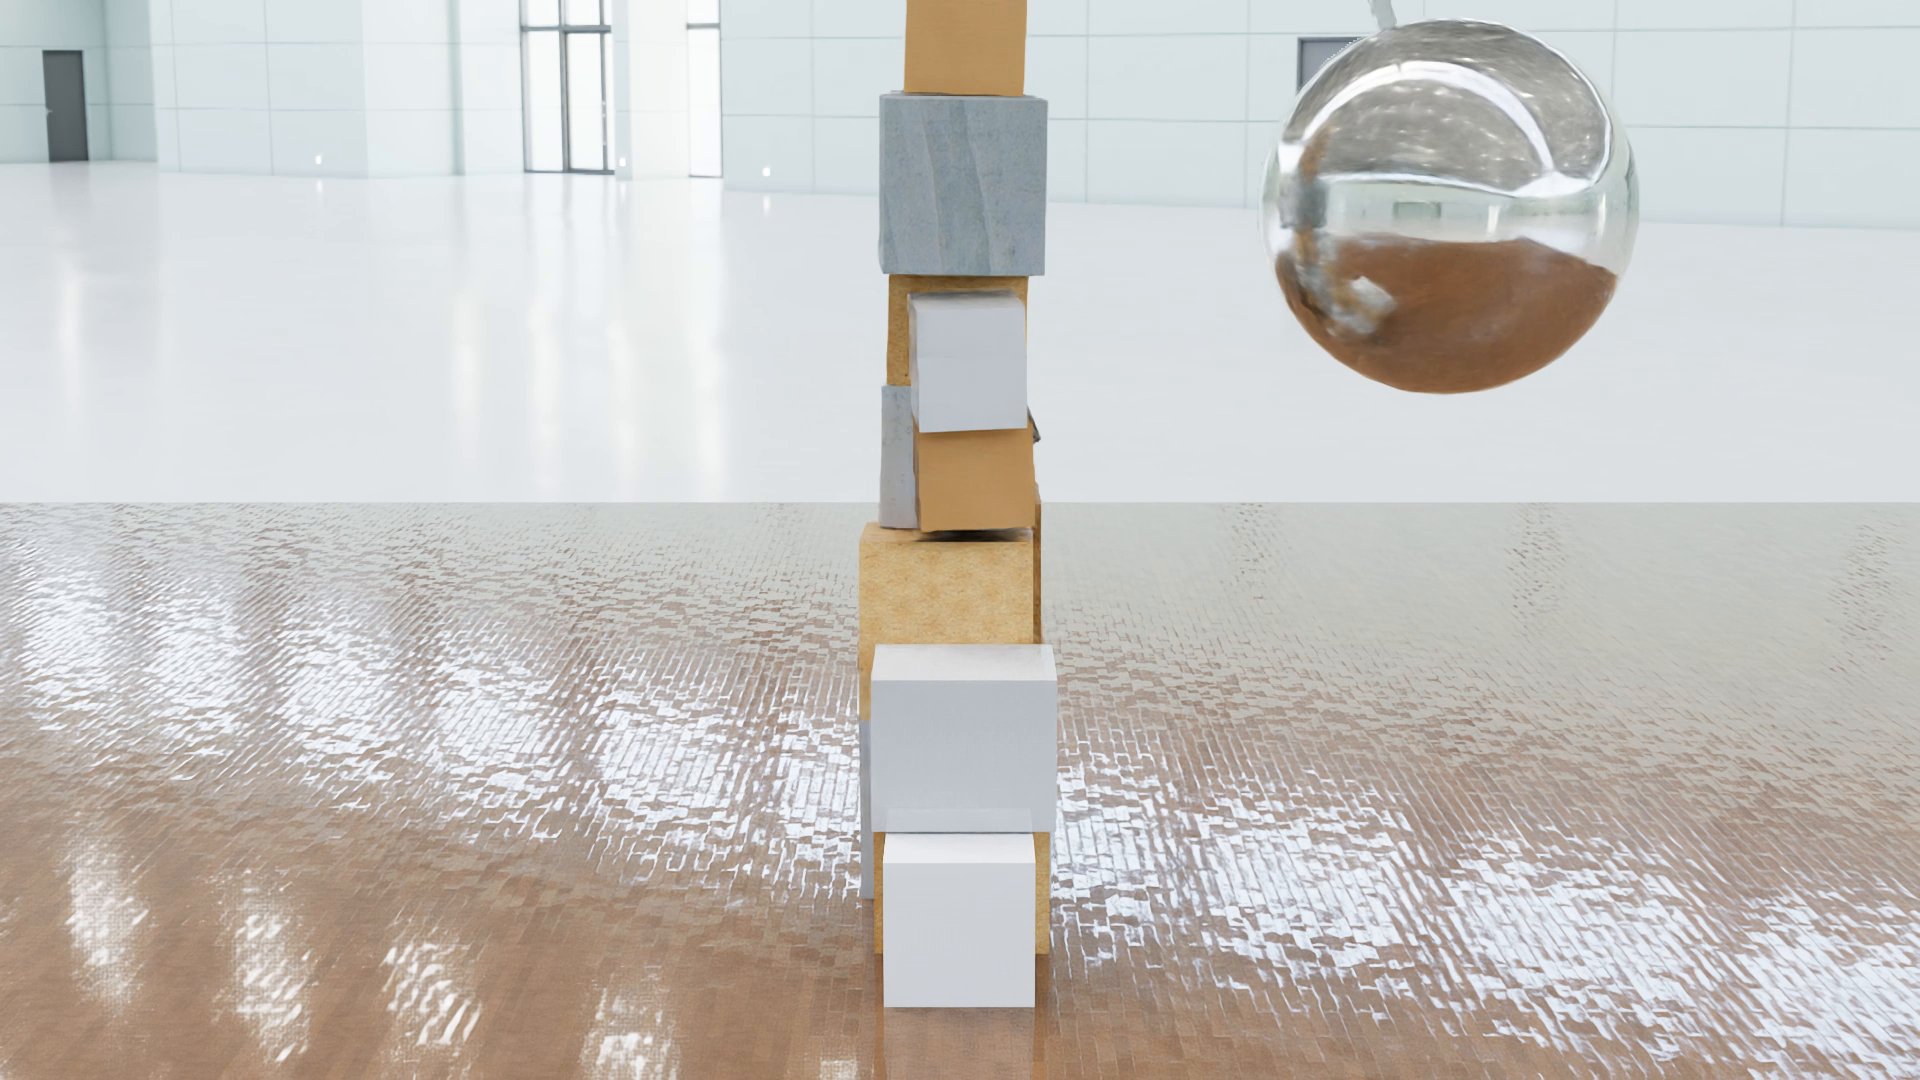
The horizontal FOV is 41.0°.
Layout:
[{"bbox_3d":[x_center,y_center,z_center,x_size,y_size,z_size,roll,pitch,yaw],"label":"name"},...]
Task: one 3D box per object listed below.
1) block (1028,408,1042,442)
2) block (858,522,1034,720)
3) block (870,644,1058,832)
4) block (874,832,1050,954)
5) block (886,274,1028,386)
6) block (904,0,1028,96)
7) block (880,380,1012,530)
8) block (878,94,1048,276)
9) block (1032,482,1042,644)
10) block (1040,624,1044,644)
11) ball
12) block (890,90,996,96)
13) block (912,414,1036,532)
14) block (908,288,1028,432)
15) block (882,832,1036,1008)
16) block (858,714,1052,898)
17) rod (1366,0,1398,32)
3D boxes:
[{"bbox_3d":[0.025,-0.651,12.324,0.555,0.574,0.462,-21,-1,3],"label":"block"},{"bbox_3d":[-0.054,0.335,10.889,0.716,0.745,0.677,0,7,1],"label":"block"},{"bbox_3d":[0.016,0.785,10.282,0.722,0.607,0.627,0,11,0],"label":"block"},{"bbox_3d":[0.007,1.323,10.655,0.706,0.585,0.683,0,10,0],"label":"block"},{"bbox_3d":[-0.008,-0.928,11.036,0.585,0.498,0.529,2,8,1],"label":"block"},{"bbox_3d":[0.029,-2.164,10.891,0.499,0.521,0.557,2,11,1],"label":"block"},{"bbox_3d":[-0.051,-0.389,11.167,0.562,0.605,0.580,1,8,1],"label":"block"},{"bbox_3d":[0.001,-1.478,10.631,0.657,0.701,0.648,0,11,-4],"label":"block"},{"bbox_3d":[0.016,0.109,12.184,0.720,0.675,0.752,0,9,0],"label":"block"},{"bbox_3d":[-0.017,0.903,12.162,0.831,0.871,0.780,0,10,0],"label":"block"},{"bbox_3d":[2.074,-1.416,10.923,1.600,1.600,1.600,0,10,0],"label":"ball"},{"bbox_3d":[0.005,-1.587,11.321,0.623,0.726,0.650,2,7,0],"label":"block"},{"bbox_3d":[0.053,-0.293,10.633,0.468,0.424,0.452,-3,11,-4],"label":"block"},{"bbox_3d":[0.027,-0.739,10.475,0.434,0.488,0.497,-3,15,-5],"label":"block"},{"bbox_3d":[-0.003,1.445,10.017,0.575,0.572,0.595,0,10,0],"label":"block"},{"bbox_3d":[-0.013,1.067,11.373,0.820,0.817,0.806,0,11,1],"label":"block"},{"bbox_3d":[0.899,-4.555,10.352,0.080,5.200,0.080,-20,10,4],"label":"rod"}]
